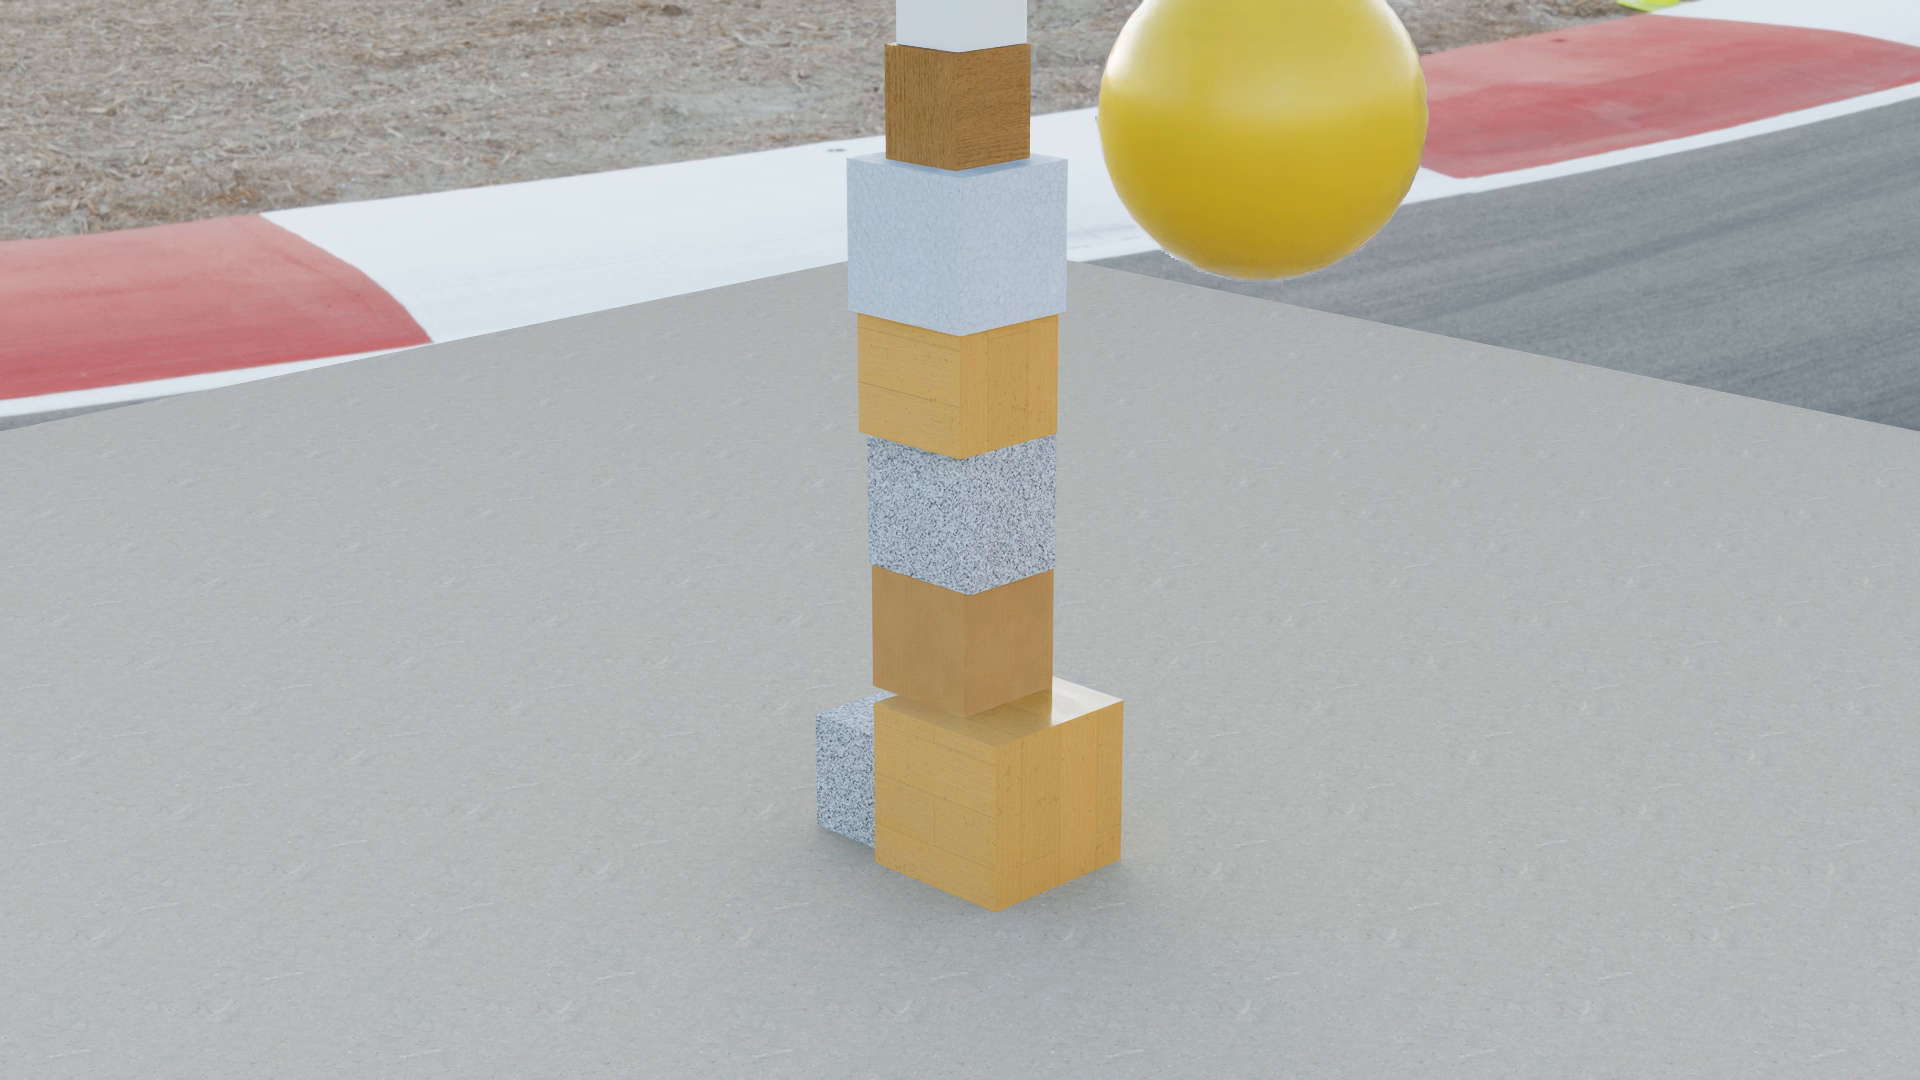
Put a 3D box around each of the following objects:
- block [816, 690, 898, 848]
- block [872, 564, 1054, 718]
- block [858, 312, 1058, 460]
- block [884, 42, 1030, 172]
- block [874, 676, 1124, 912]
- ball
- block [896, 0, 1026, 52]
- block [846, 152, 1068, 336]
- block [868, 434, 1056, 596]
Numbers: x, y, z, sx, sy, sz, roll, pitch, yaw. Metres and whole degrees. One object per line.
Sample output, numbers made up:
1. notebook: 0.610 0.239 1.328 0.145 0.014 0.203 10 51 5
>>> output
1. block: -0.293 1.084 13.960 0.590 0.562 0.510 -17 24 -42
2. block: 0.013 0.396 13.479 0.581 0.586 0.594 -17 24 -42
3. block: -0.010 -0.750 13.096 0.618 0.560 0.643 -17 24 -42
4. block: -0.010 -1.905 12.733 0.461 0.498 0.431 -17 24 -42
5. block: 0.177 1.112 13.491 0.833 0.788 0.778 -17 24 -42
6. ball: 1.467 -2.059 14.232 1.600 1.600 1.600 0 17 0
7. block: 0.007 -2.309 12.623 0.419 0.340 0.378 -17 24 -42
8. block: -0.013 -1.341 12.907 0.665 0.682 0.703 -17 24 -42
9. block: 0.006 -0.185 13.290 0.551 0.635 0.653 -17 24 -42
